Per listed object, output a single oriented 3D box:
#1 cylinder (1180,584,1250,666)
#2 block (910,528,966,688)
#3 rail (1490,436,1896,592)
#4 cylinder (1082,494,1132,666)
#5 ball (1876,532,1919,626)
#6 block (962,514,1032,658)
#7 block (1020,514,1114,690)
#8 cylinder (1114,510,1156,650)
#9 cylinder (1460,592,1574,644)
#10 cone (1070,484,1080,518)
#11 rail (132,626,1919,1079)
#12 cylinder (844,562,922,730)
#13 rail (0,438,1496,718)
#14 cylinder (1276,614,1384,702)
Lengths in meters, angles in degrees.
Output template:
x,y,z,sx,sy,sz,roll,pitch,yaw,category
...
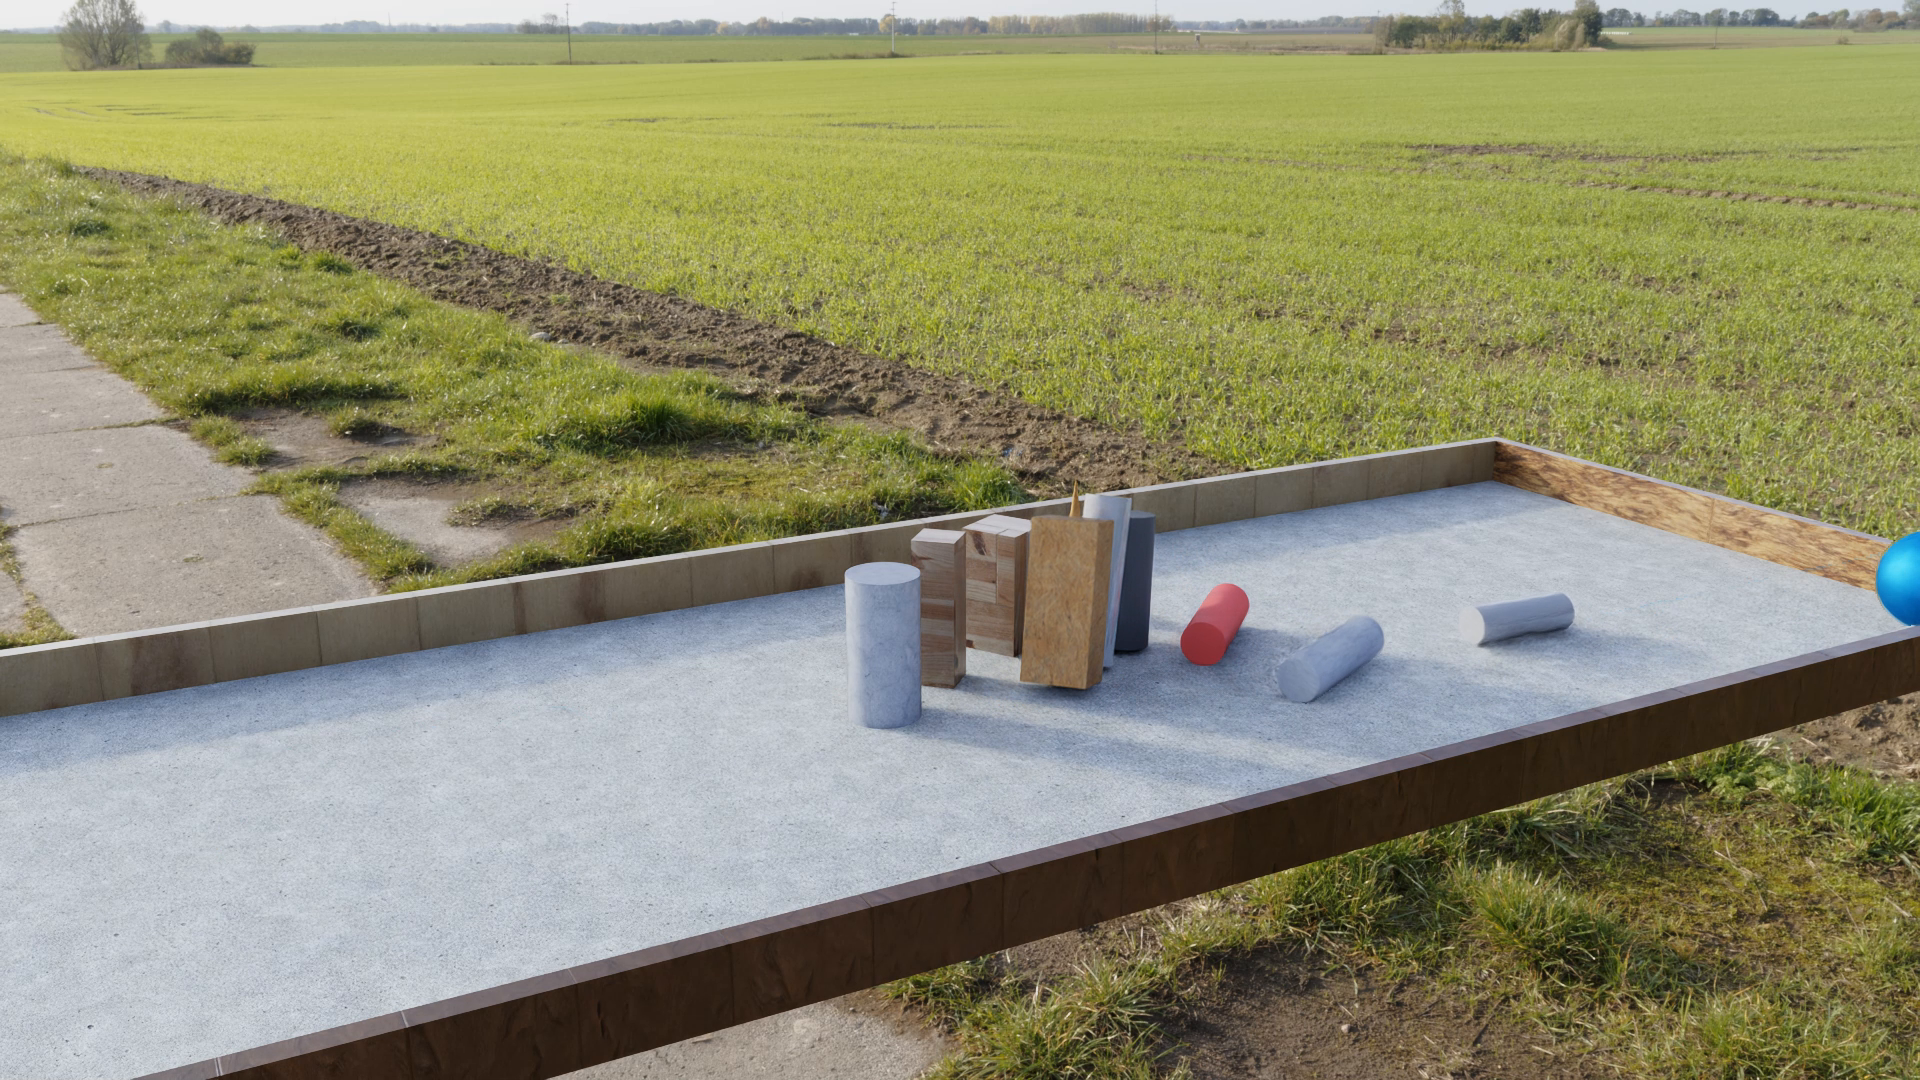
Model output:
x,y,z,sx,sy,sz,roll,pitch,yaw,category
0.681,0.222,4.391,0.118,0.118,0.345,6,17,19,cylinder
-0.052,0.170,4.107,0.109,0.377,0.109,5,17,15,block
2.466,-0.048,5.253,0.050,0.150,2.100,-9,18,-27,rail
0.355,0.101,4.218,0.120,0.431,0.120,6,3,0,cylinder
2.653,0.110,4.495,0.274,0.274,0.274,0,16,0,ball
0.116,0.119,4.370,0.162,0.327,0.162,10,19,32,block
0.266,0.149,4.083,0.167,0.405,0.167,5,5,18,block
0.431,0.103,4.355,0.150,0.349,0.150,2,9,0,cylinder
1.506,0.211,4.457,0.304,0.100,0.100,-7,18,-22,cylinder
0.320,0.016,4.599,0.108,0.396,0.108,0,16,0,cone
-2.336,1.006,1.665,12.000,0.150,0.050,-9,18,-27,rail
-0.180,0.247,3.887,0.177,0.354,0.177,0,16,0,cylinder
-3.305,0.497,3.399,12.000,0.150,0.050,-9,18,-27,rail
0.937,0.295,4.154,0.112,0.112,0.398,12,20,35,cylinder
